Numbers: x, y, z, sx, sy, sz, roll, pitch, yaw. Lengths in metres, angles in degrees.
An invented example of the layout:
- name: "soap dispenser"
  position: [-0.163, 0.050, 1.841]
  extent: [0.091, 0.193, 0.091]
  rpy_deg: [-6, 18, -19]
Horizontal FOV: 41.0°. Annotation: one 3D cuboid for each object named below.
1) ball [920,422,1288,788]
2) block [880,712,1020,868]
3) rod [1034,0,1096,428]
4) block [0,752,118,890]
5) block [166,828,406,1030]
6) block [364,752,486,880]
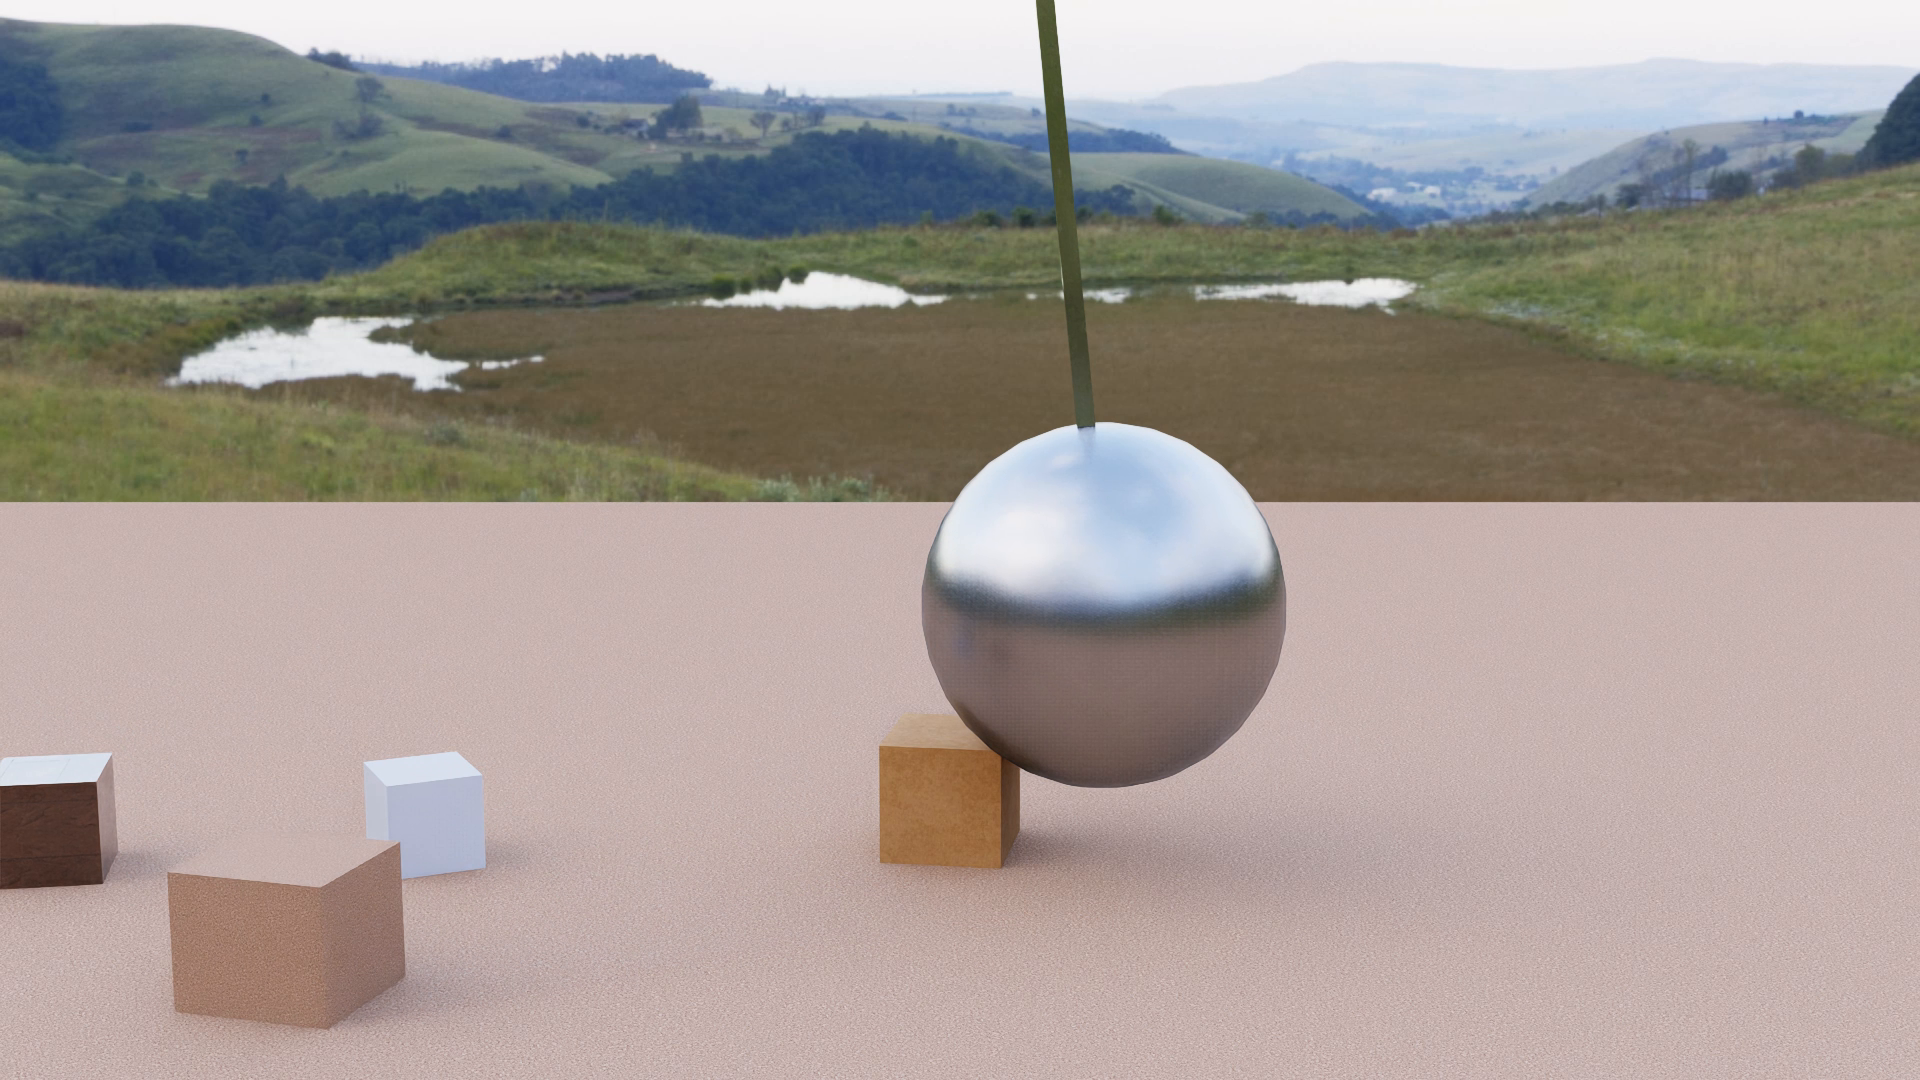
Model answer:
- name: "ball"
  position: [0.628, 0.286, 11.232]
  extent: [1.600, 1.600, 1.600]
  rpy_deg: [0, 10, 0]
- name: "block"
  position: [-0.040, 1.142, 11.767]
  extent: [0.552, 0.544, 0.607]
  rpy_deg: [2, 10, 9]
- name: "rod"
  position: [0.272, -3.041, 10.627]
  extent: [0.080, 5.200, 0.080]
  rpy_deg: [-6, 10, 1]
- name: "block"
  position: [-4.035, 1.246, 11.411]
  extent: [0.467, 0.466, 0.486]
  rpy_deg: [-2, 10, -10]
- name: "block"
  position: [-2.580, 1.483, 9.868]
  extent: [0.650, 0.551, 0.597]
  rpy_deg: [3, 11, 16]
- name: "block"
  position: [-2.414, 1.237, 11.557]
  extent: [0.428, 0.430, 0.446]
  rpy_deg: [-5, 11, -25]
